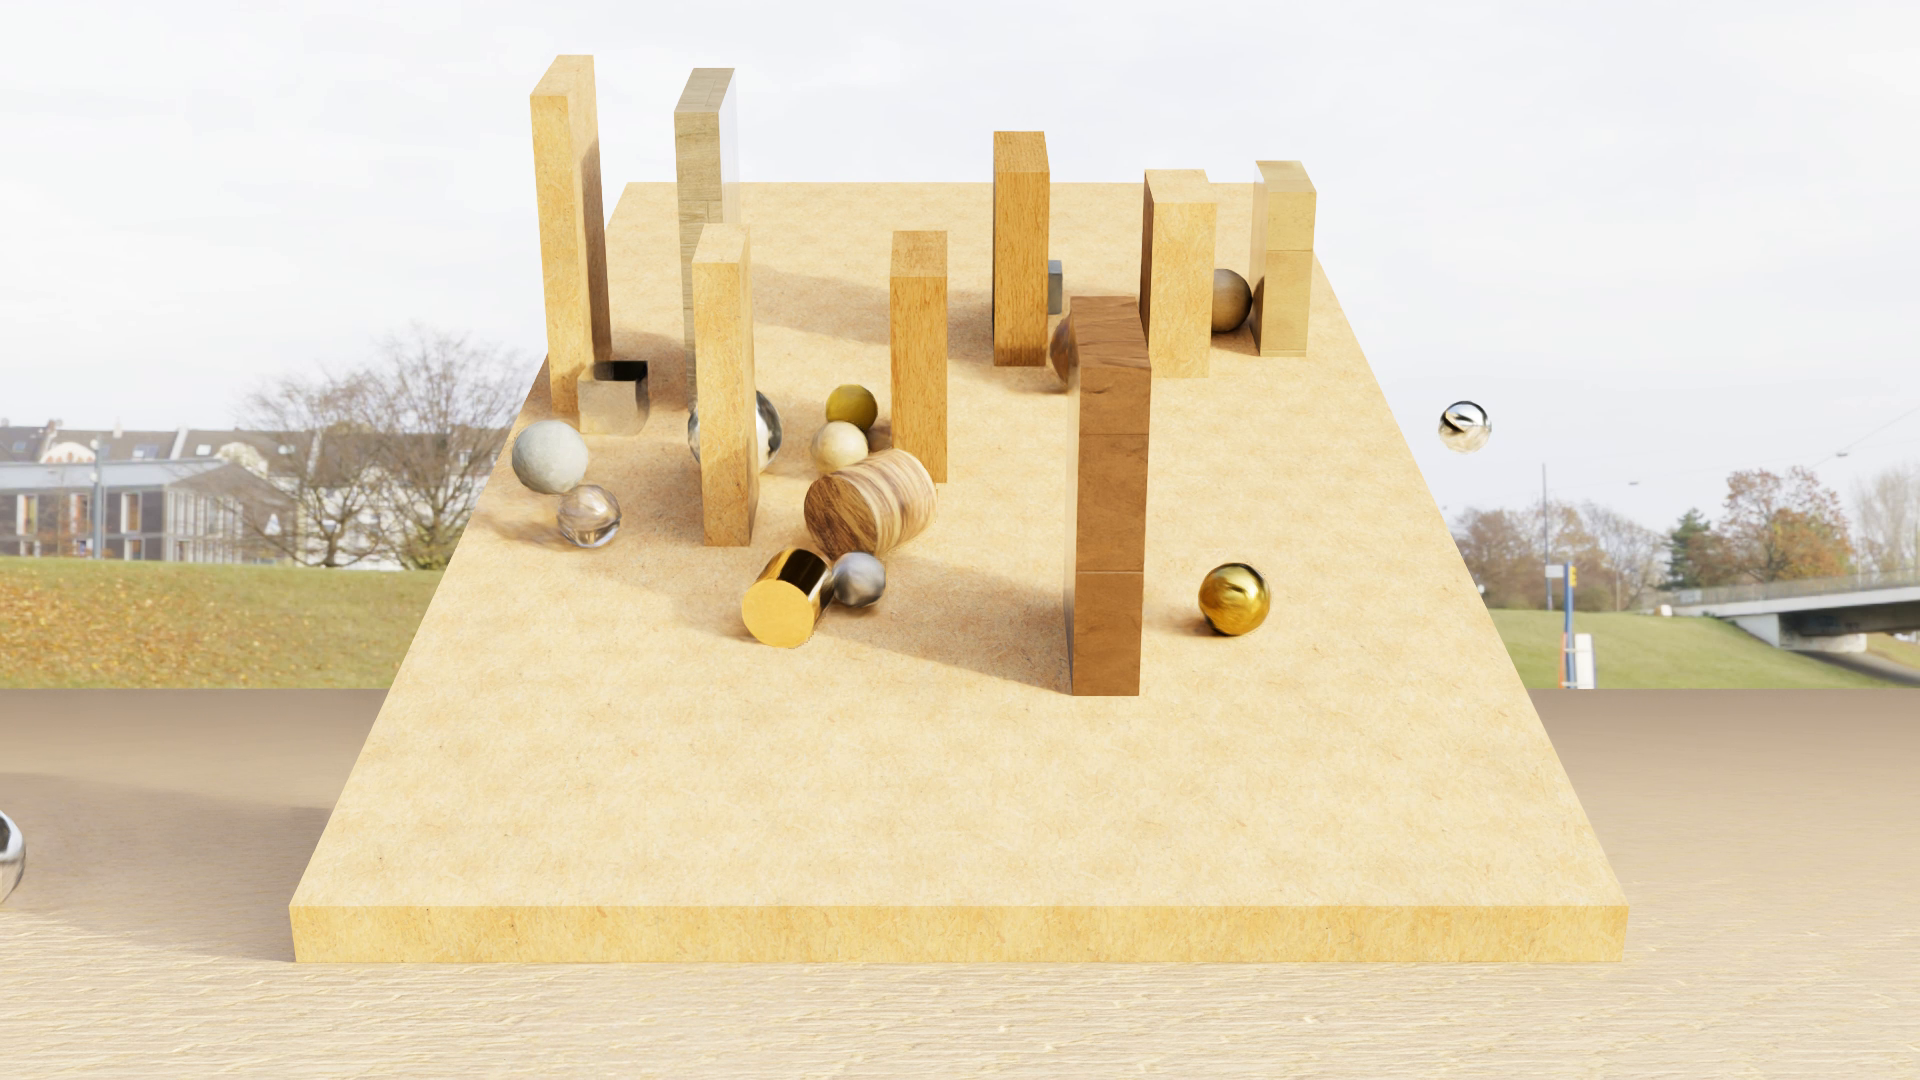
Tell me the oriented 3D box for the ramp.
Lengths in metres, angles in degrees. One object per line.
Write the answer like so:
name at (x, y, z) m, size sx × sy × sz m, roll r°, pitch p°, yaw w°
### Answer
ramp at (-0.008, -0.228, 5.319) m, size 2.000 × 0.100 × 4.000 m, roll 0°, pitch 24°, yaw 0°

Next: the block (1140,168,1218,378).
block at (0.520, -0.643, 5.598) m, size 0.145 × 0.429 × 0.295 m, roll 0°, pitch 24°, yaw 0°

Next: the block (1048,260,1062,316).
block at (0.206, -0.651, 6.002) m, size 0.112 × 0.112 × 0.112 m, roll 0°, pitch 24°, yaw 0°

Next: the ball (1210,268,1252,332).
ball at (0.652, -0.601, 5.834) m, size 0.159 × 0.159 × 0.159 m, roll 0°, pitch -3°, yaw 0°

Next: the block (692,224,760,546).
block at (-0.465, -0.309, 4.655) m, size 0.089 × 0.590 × 0.260 m, roll 0°, pitch 24°, yaw 0°

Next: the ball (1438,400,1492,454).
ball at (1.268, -0.284, 5.854) m, size 0.134 × 0.134 × 0.134 m, roll 0°, pitch -3°, yaw 0°

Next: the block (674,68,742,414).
block at (-0.573, -0.696, 5.383) m, size 0.098 × 0.698 × 0.431 m, roll 0°, pitch 24°, yaw 0°

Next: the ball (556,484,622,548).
ball at (-0.739, -0.048, 4.637) m, size 0.127 × 0.127 × 0.127 m, roll 0°, pitch -3°, yaw 0°

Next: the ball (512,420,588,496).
ball at (-0.812, -0.163, 4.612) m, size 0.150 × 0.150 × 0.150 m, roll 0°, pitch -3°, yaw 0°

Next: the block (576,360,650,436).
block at (-0.778, -0.319, 5.236) m, size 0.130 × 0.130 × 0.130 m, roll 2°, pitch 24°, yaw 4°

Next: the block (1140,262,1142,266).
block at (0.550, -0.658, 5.975) m, size 0.148 × 0.148 × 0.148 m, roll 7°, pitch 25°, yaw 15°

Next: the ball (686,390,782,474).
ball at (-0.478, -0.230, 4.950) m, size 0.203 × 0.203 × 0.203 m, roll 0°, pitch -3°, yaw 0°

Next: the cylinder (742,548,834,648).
cylinder at (-0.315, 0.106, 4.283) m, size 0.138 × 0.138 × 0.138 m, roll -1°, pitch 23°, yaw 14°

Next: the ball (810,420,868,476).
ball at (-0.256, -0.192, 4.963) m, size 0.124 × 0.124 × 0.124 m, roll 0°, pitch -3°, yaw 0°

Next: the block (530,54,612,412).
block at (-0.892, -0.711, 5.374) m, size 0.083 × 0.731 × 0.407 m, roll 0°, pitch 24°, yaw 0°

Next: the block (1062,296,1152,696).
block at (0.255, -0.081, 4.126) m, size 0.117 × 0.611 × 0.374 m, roll 0°, pitch 24°, yaw 0°

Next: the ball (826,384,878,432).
ball at (-0.242, -0.290, 5.190) m, size 0.117 × 0.117 × 0.117 m, roll 0°, pitch -3°, yaw 0°

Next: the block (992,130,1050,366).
block at (0.146, -0.717, 5.699) m, size 0.126 × 0.480 × 0.386 m, roll 0°, pitch 24°, yaw 0°

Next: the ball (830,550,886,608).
ball at (-0.192, 0.074, 4.392) m, size 0.108 × 0.108 × 0.108 m, roll 0°, pitch -3°, yaw 0°

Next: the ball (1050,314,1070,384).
ball at (0.310, -0.443, 5.432) m, size 0.200 × 0.200 × 0.200 m, roll 0°, pitch -3°, yaw 0°

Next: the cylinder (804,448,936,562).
cylinder at (-0.177, -0.066, 4.607) m, size 0.186 × 0.186 × 0.186 m, roll -3°, pitch 17°, yaw 41°

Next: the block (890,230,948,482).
block at (-0.086, -0.398, 5.014) m, size 0.118 × 0.458 × 0.329 m, roll 0°, pitch 24°, yaw 0°

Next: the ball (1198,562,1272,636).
ball at (0.506, 0.108, 4.287) m, size 0.135 × 0.135 × 0.135 m, roll 0°, pitch -3°, yaw 0°

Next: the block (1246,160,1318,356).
block at (0.789, -0.695, 5.735) m, size 0.113 × 0.413 × 0.290 m, roll 0°, pitch 24°, yaw 0°

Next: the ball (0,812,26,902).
ball at (-1.806, 0.579, 4.232) m, size 0.204 × 0.204 × 0.204 m, roll 0°, pitch -3°, yaw 0°
